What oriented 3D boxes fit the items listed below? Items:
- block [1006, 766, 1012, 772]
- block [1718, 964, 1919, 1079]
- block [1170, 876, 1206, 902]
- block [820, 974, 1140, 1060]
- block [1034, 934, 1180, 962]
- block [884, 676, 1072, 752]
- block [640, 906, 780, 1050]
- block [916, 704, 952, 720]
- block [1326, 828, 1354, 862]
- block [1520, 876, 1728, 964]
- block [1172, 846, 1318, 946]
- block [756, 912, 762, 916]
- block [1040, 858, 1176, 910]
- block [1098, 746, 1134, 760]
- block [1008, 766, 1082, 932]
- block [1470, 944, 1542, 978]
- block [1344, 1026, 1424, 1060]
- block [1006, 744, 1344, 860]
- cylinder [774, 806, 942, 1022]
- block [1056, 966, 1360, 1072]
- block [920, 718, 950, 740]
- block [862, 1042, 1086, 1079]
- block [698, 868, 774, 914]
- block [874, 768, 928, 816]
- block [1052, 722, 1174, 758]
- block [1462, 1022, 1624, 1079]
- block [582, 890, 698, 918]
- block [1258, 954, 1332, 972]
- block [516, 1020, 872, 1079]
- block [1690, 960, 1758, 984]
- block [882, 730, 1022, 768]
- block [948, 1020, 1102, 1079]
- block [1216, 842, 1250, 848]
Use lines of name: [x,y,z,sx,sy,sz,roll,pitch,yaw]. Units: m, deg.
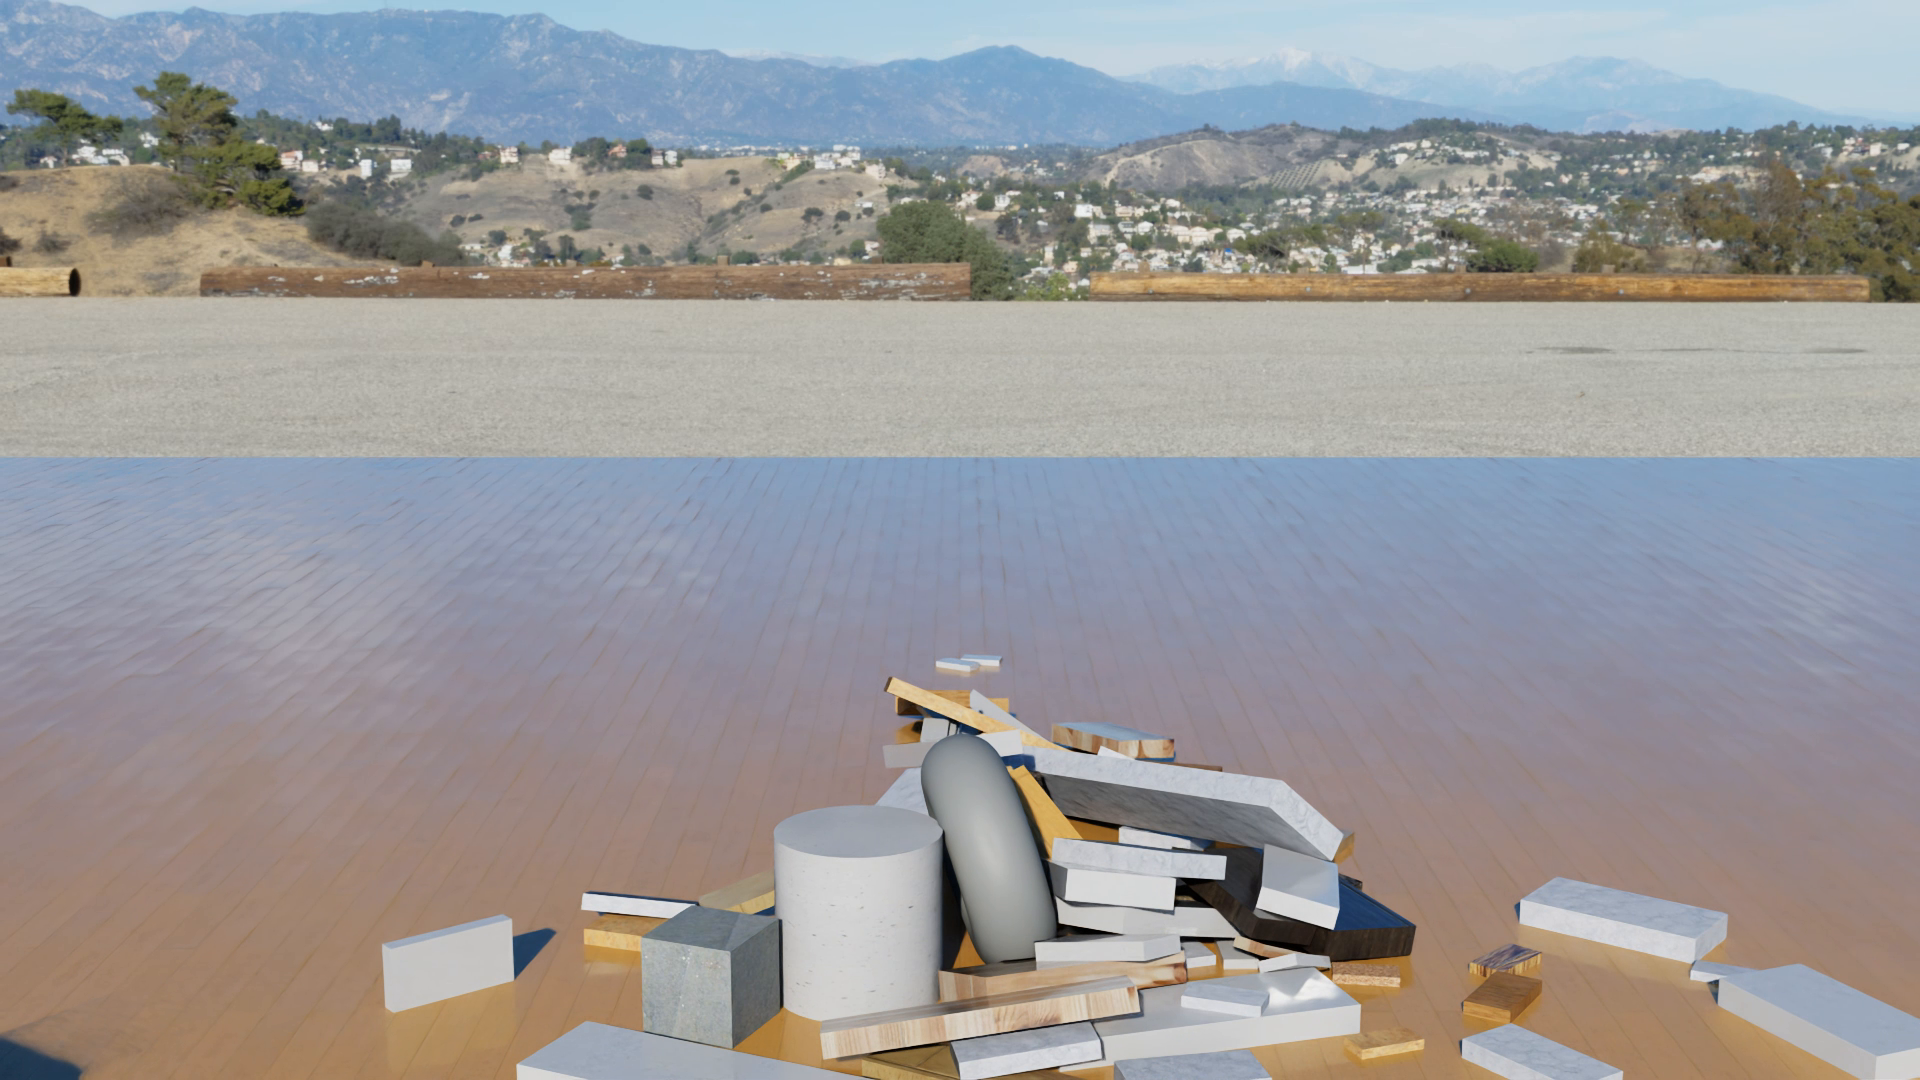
block: [0.071,0.448,3.659,0.085,0.024,0.170,-8,40,-16]
block: [1.229,0.676,3.087,0.150,0.042,0.300,-4,11,-22]
block: [0.347,0.564,3.629,0.249,0.035,0.125,-1,10,-40]
block: [0.025,0.644,2.974,0.424,0.034,0.119,-8,-4,-3]
block: [0.213,0.589,3.179,0.189,0.027,0.094,-9,-6,38]
block: [0.117,0.373,4.114,0.546,0.028,0.100,23,-5,-4]
block: [-0.353,0.619,3.125,0.142,0.142,0.142,4,11,23]
block: [-0.044,0.330,4.194,0.048,0.014,0.095,-7,20,-22]
block: [0.642,0.539,3.892,0.069,0.020,0.138,6,12,29]
block: [1.053,0.602,3.495,0.283,0.040,0.142,8,13,37]
block: [0.431,0.548,3.393,0.119,0.034,0.238,13,12,-32]
block: [-0.324,0.621,3.458,0.057,0.016,0.206,-4,11,-20]
block: [0.217,0.521,3.346,0.159,0.045,0.319,6,-6,-5]
block: [0.321,0.425,4.096,0.100,0.028,0.201,21,-5,17]
block: [0.128,0.497,3.565,0.125,0.035,0.268,-24,58,-27]
block: [0.830,0.642,3.344,0.057,0.016,0.113,10,15,44]
block: [0.588,0.697,3.052,0.099,0.014,0.050,-4,11,-21]
block: [0.305,0.439,3.786,0.170,0.048,0.805,41,-23,-30]
cylinder: [-0.148,0.546,3.231,0.247,0.247,0.247,0,11,0]
block: [0.328,0.673,3.104,0.449,0.042,0.150,-3,11,-17]
block: [-0.047,0.357,4.066,0.048,0.014,0.095,2,21,3]
block: [0.045,0.718,2.902,0.352,0.027,0.097,6,12,30]
block: [-0.335,0.570,3.524,0.170,0.024,0.085,-22,17,0]
block: [-0.117,0.490,3.528,0.170,0.048,0.340,-13,27,49]
block: [0.307,0.406,4.455,0.129,0.037,0.258,1,3,-28]
block: [0.783,0.707,2.965,0.097,0.027,0.194,-7,13,-34]
block: [-0.509,0.584,3.514,0.177,0.025,0.089,6,-6,-2]
block: [0.495,0.628,3.251,0.060,0.017,0.121,-20,-22,29]
block: [-0.283,0.721,2.841,0.589,0.045,0.159,5,12,25]
block: [1.151,0.652,3.296,0.099,0.014,0.050,6,12,27]
block: [-0.018,0.363,3.808,0.142,0.040,0.397,-7,-5,-16]
block: [0.086,0.675,2.933,0.189,0.027,0.094,-8,12,-8]
block: [0.519,0.531,3.932,0.069,0.020,0.138,7,12,32]
